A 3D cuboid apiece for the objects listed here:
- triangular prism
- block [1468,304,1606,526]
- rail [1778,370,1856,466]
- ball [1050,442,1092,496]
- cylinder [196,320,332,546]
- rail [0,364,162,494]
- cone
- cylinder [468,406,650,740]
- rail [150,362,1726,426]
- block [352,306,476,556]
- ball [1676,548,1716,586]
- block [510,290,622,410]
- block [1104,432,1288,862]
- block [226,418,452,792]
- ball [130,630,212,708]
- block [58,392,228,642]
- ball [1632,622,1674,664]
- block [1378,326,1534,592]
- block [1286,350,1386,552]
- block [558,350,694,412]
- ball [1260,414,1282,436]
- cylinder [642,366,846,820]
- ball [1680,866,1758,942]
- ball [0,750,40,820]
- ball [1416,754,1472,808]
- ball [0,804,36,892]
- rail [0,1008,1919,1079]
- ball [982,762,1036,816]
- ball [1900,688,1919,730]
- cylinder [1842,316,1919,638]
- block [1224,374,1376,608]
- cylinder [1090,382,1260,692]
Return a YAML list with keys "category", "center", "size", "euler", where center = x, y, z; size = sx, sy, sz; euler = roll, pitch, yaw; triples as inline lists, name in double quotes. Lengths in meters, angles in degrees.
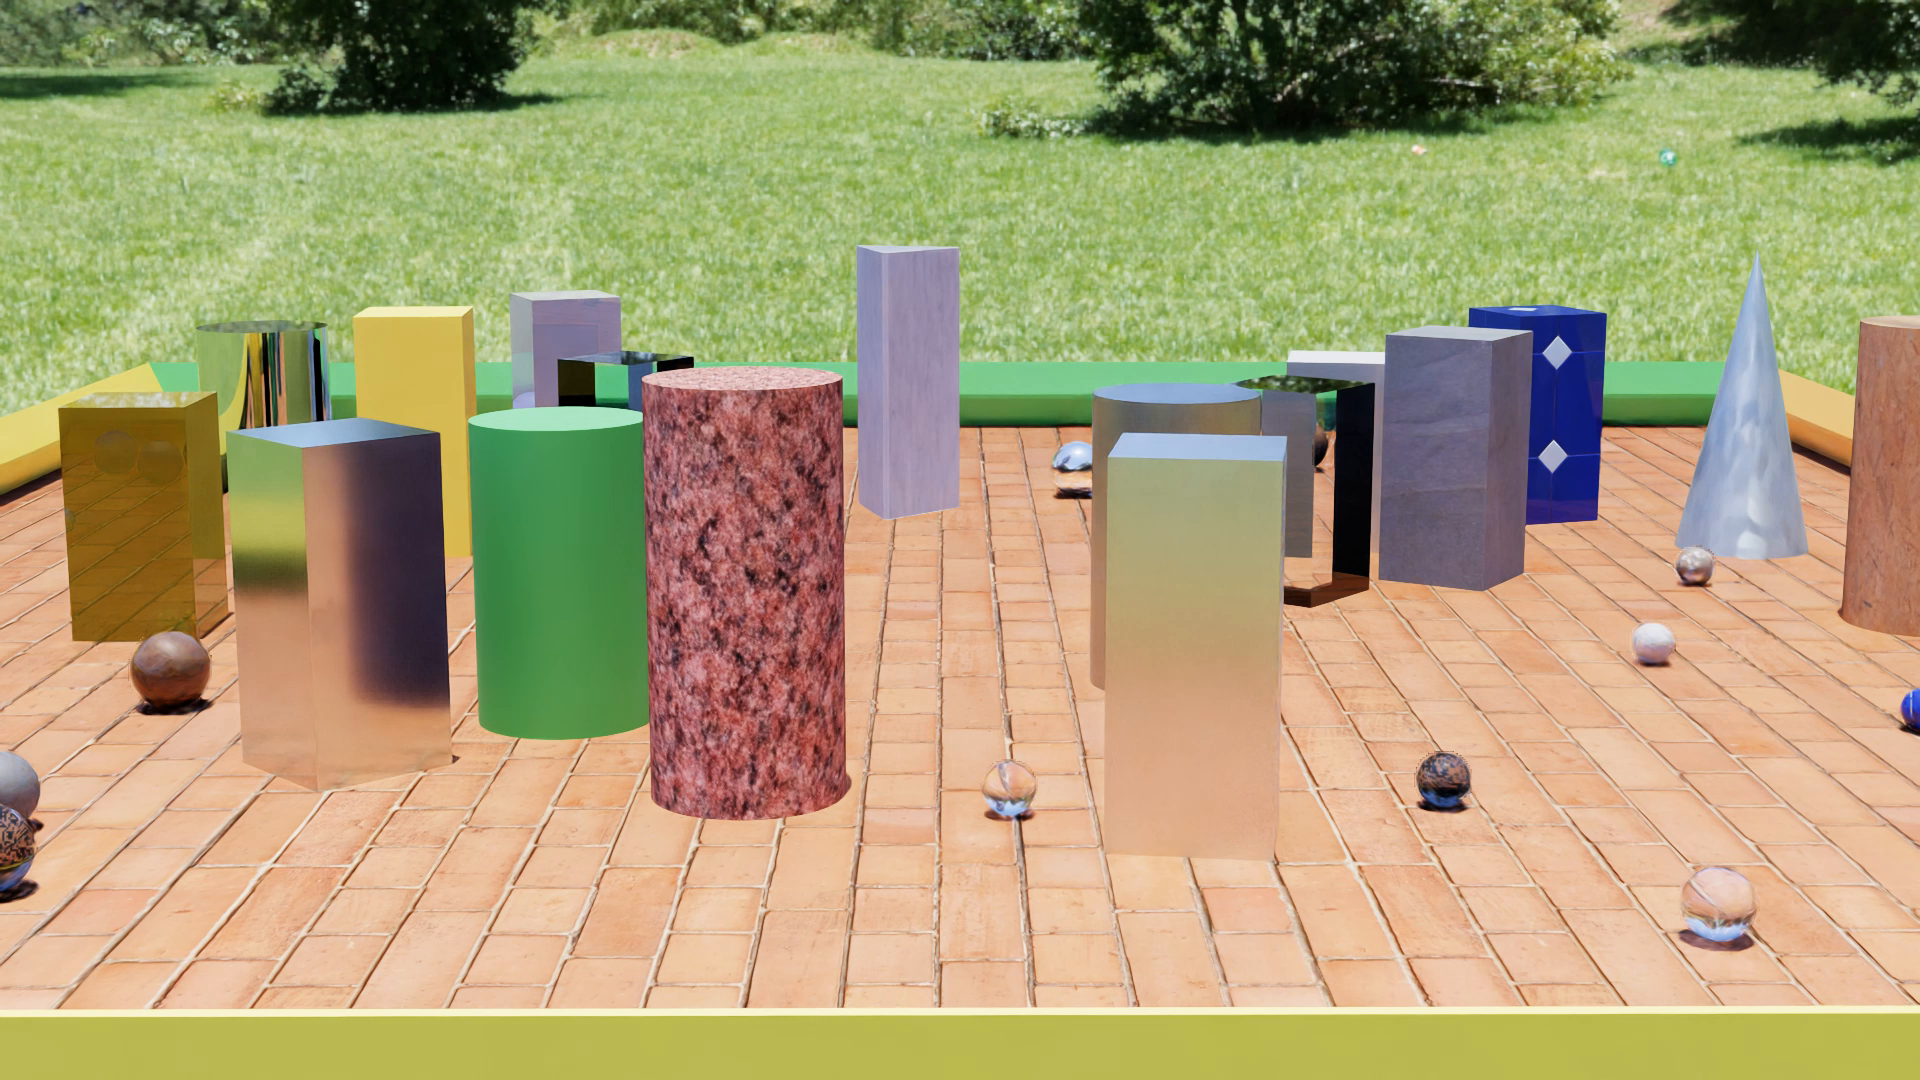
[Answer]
- category: "triangular prism"
  center: [-0.114, -0.266, 4.234]
  size: [0.148, 0.432, 0.171]
  euler: [10, 14, 43]
- category: "block"
  center: [0.932, -0.206, 4.173]
  size: [0.158, 0.336, 0.158]
  euler: [-4, 11, -19]
- category: "rail"
  center: [1.619, 0.031, 3.458]
  size: [0.045, 0.128, 3.646]
  euler: [0, 10, 0]
- category: "ball"
  center: [0.202, -0.121, 4.383]
  size: [0.094, 0.094, 0.094]
  euler: [0, 10, 0]
- category: "cylinder"
  center: [-1.079, -0.169, 3.999]
  size: [0.198, 0.328, 0.198]
  euler: [0, 10, 0]
- category: "rail"
  center: [-1.619, 0.035, 3.440]
  size: [0.045, 0.128, 3.646]
  euler: [0, 10, 0]
- category: "cone"
  center: [1.196, -0.214, 3.888]
  size: [0.198, 0.457, 0.198]
  euler: [0, 10, 0]
- category: "cylinder"
  center: [-0.444, 0.033, 2.871]
  size: [0.198, 0.341, 0.198]
  euler: [0, 10, 0]
- category: "rail"
  center: [-0.010, -0.295, 5.218]
  size: [3.285, 0.128, 0.045]
  euler: [0, 10, 0]
- category: "block"
  center: [-0.820, -0.166, 3.889]
  size: [0.158, 0.361, 0.158]
  euler: [-1, 11, -4]
- category: "ball"
  center: [1.043, 0.038, 3.638]
  size: [0.053, 0.053, 0.053]
  euler: [0, 10, 0]
- category: "block"
  center: [-0.698, -0.271, 4.553]
  size: [0.158, 0.327, 0.158]
  euler: [-5, 11, -23]
- category: "block"
  center: [0.224, 0.097, 2.431]
  size: [0.158, 0.375, 0.158]
  euler: [2, 11, 8]
- category: "block"
  center: [-0.647, 0.062, 2.678]
  size: [0.158, 0.354, 0.158]
  euler: [-10, 14, -42]
- category: "ball"
  center: [-0.904, 0.149, 2.939]
  size: [0.089, 0.089, 0.089]
  euler: [0, 10, 0]
- category: "block"
  center: [-1.057, -0.033, 3.332]
  size: [0.158, 0.302, 0.158]
  euler: [0, 10, -1]
- category: "ball"
  center: [0.853, 0.127, 3.159]
  size: [0.051, 0.051, 0.051]
  euler: [0, 10, 0]
- category: "block"
  center: [0.709, -0.121, 3.670]
  size: [0.158, 0.352, 0.158]
  euler: [7, 12, 32]
- category: "block"
  center: [0.582, -0.138, 3.941]
  size: [0.158, 0.287, 0.158]
  euler: [2, 11, 9]
- category: "block"
  center: [-0.552, -0.178, 4.259]
  size: [0.158, 0.250, 0.158]
  euler: [8, 13, 35]
- category: "ball"
  center: [0.545, -0.184, 4.722]
  size: [0.094, 0.094, 0.094]
  euler: [0, 10, 0]
- category: "cylinder"
  center: [-0.214, 0.048, 2.564]
  size: [0.198, 0.423, 0.198]
  euler: [0, 10, 0]
- category: "ball"
  center: [0.638, 0.306, 2.158]
  size: [0.063, 0.063, 0.063]
  euler: [0, 10, 0]
- category: "ball"
  center: [-0.926, 0.242, 2.466]
  size: [0.078, 0.078, 0.078]
  euler: [0, 10, 0]
- category: "ball"
  center: [0.481, 0.239, 2.550]
  size: [0.053, 0.053, 0.053]
  euler: [0, 10, 0]
- category: "ball"
  center: [-0.864, 0.274, 2.279]
  size: [0.082, 0.082, 0.082]
  euler: [0, 10, 0]
- category: "rail"
  center: [0.010, 0.361, 1.679]
  size: [3.285, 0.128, 0.045]
  euler: [0, 10, 0]
- category: "ball"
  center: [0.048, 0.244, 2.521]
  size: [0.053, 0.053, 0.053]
  euler: [0, 10, 0]
- category: "ball"
  center: [1.066, 0.188, 2.840]
  size: [0.048, 0.048, 0.048]
  euler: [0, 10, 0]
- category: "cylinder"
  center: [1.272, -0.087, 3.363]
  size: [0.198, 0.397, 0.198]
  euler: [0, 10, 0]
- category: "block"
  center: [0.464, -0.071, 3.568]
  size: [0.158, 0.293, 0.158]
  euler: [8, 13, 38]
- category: "cylinder"
  center: [0.254, -0.002, 3.043]
  size: [0.198, 0.347, 0.198]
  euler: [0, 10, 0]
